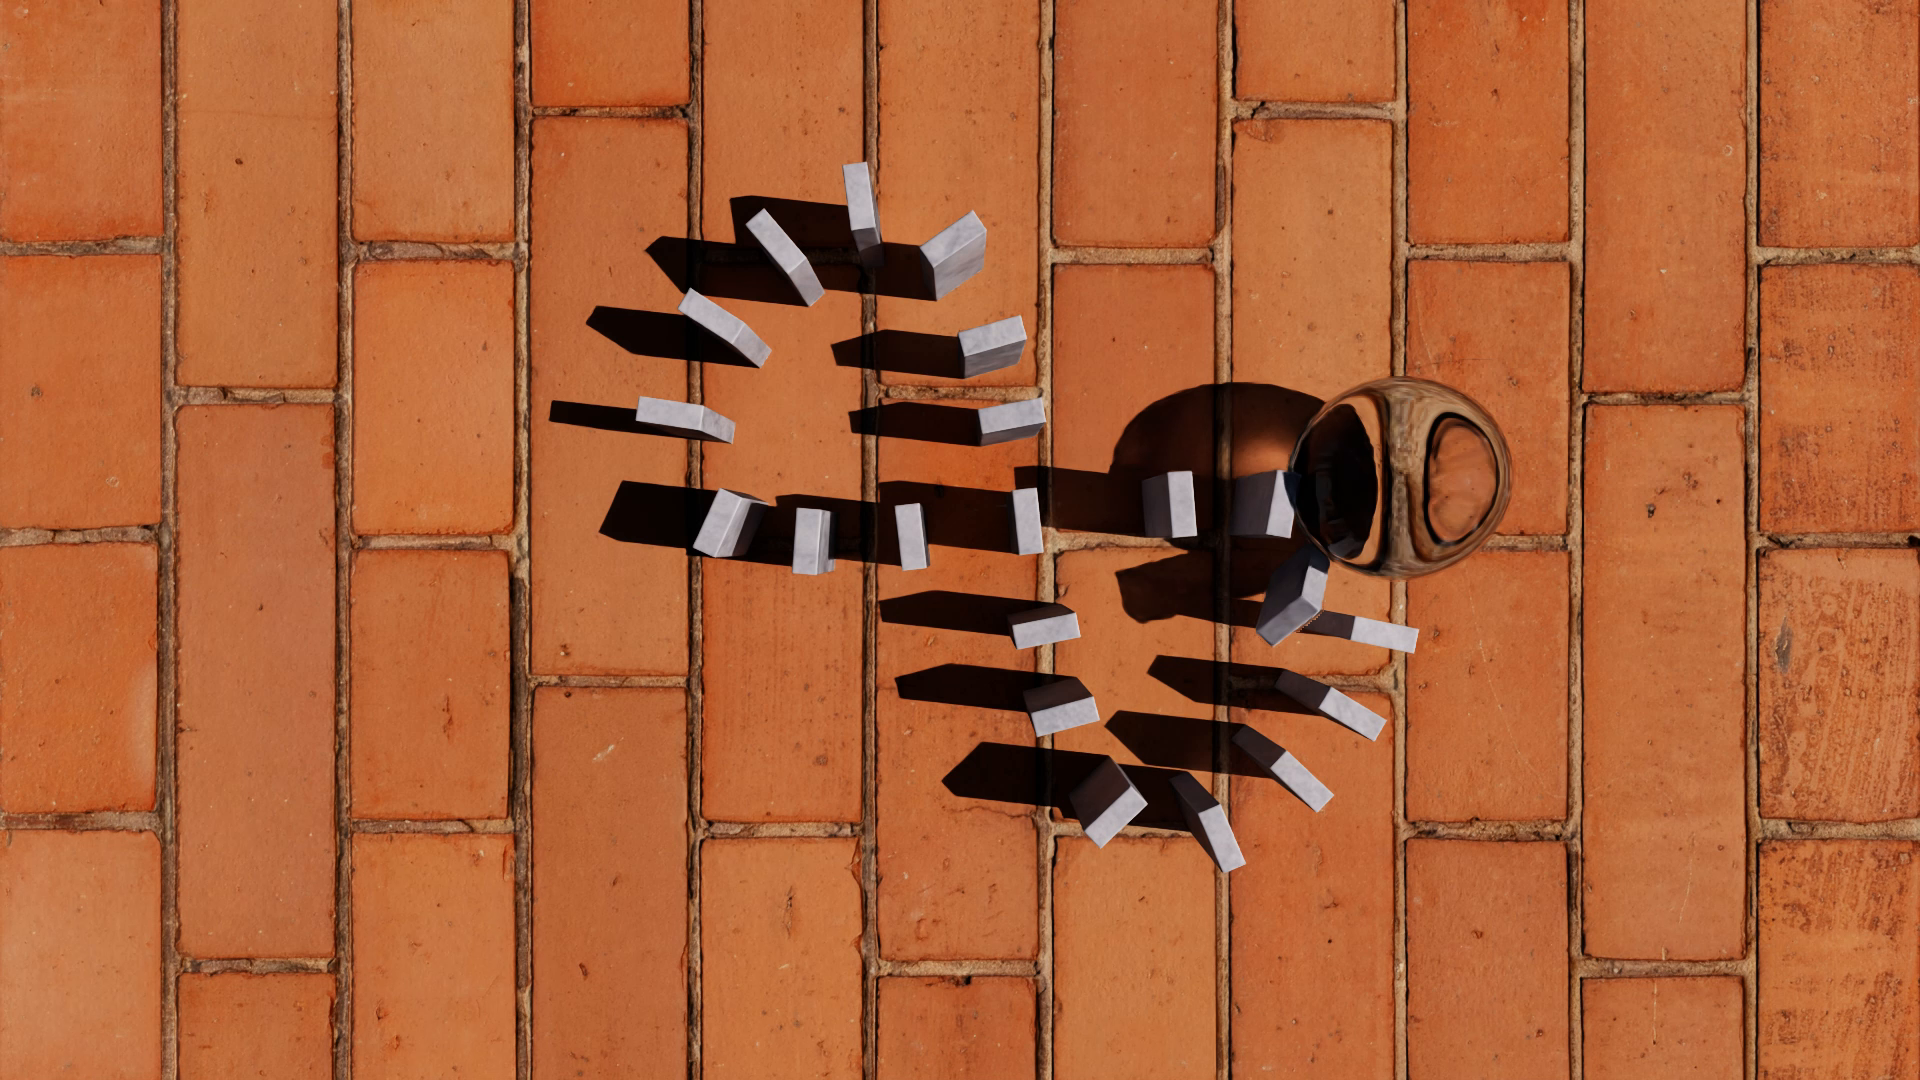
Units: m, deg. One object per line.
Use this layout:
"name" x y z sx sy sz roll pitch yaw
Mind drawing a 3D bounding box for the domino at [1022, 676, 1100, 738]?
"domino" 0.040 0.068 0.375 0.025 0.050 0.009 -15 90 0

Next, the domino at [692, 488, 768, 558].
"domino" -0.093 -0.007 0.375 0.010 0.050 0.025 24 90 0

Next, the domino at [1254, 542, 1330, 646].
"domino" 0.136 0.020 0.372 0.010 0.050 0.025 41 127 2

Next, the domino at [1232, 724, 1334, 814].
"domino" 0.131 0.092 0.375 0.025 0.050 0.009 43 90 0

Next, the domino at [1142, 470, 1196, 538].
"domino" 0.085 -0.014 0.375 0.010 0.050 0.025 -5 90 0

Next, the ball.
"ball" 0.171 -0.024 0.360 0.080 0.080 0.080 0 90 0

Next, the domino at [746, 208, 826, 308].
"domino" -0.070 -0.114 0.375 0.009 0.050 0.025 -41 90 0

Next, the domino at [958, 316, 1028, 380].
"domino" 0.012 -0.078 0.375 0.025 0.050 0.010 -16 90 0

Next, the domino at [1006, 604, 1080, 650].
"domino" 0.033 0.035 0.375 0.025 0.050 0.009 -11 90 0

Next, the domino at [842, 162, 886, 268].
"domino" -0.039 -0.131 0.375 0.009 0.050 0.025 -8 90 0

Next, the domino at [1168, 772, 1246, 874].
"domino" 0.100 0.114 0.375 0.010 0.050 0.025 -23 90 0

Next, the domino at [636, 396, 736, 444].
"domino" -0.111 -0.049 0.375 0.025 0.050 0.010 9 90 0

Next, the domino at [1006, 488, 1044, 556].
"domino" 0.026 -0.007 0.375 0.009 0.050 0.025 -6 90 0

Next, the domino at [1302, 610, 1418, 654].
"domino" 0.162 0.036 0.375 0.025 0.050 0.009 12 90 0

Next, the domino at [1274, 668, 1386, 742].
"domino" 0.150 0.067 0.375 0.025 0.050 0.009 31 90 0

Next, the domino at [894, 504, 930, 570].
"domino" -0.019 -0.001 0.375 0.009 0.050 0.025 -7 90 0

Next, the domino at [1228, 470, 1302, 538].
"domino" 0.124 -0.014 0.375 0.009 0.050 0.025 10 90 0

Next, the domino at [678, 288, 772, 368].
"domino" -0.095 -0.086 0.375 0.025 0.050 0.010 33 90 0

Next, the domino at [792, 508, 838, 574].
"domino" -0.059 0.001 0.375 0.010 0.050 0.025 4 90 0

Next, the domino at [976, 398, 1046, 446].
"domino" 0.020 -0.048 0.375 0.025 0.050 0.009 -11 90 0

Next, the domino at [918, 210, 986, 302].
"domino" -0.003 -0.115 0.375 0.025 0.050 0.010 -35 90 0

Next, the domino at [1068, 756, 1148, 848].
"domino" 0.059 0.106 0.375 0.025 0.050 0.010 -44 90 0
